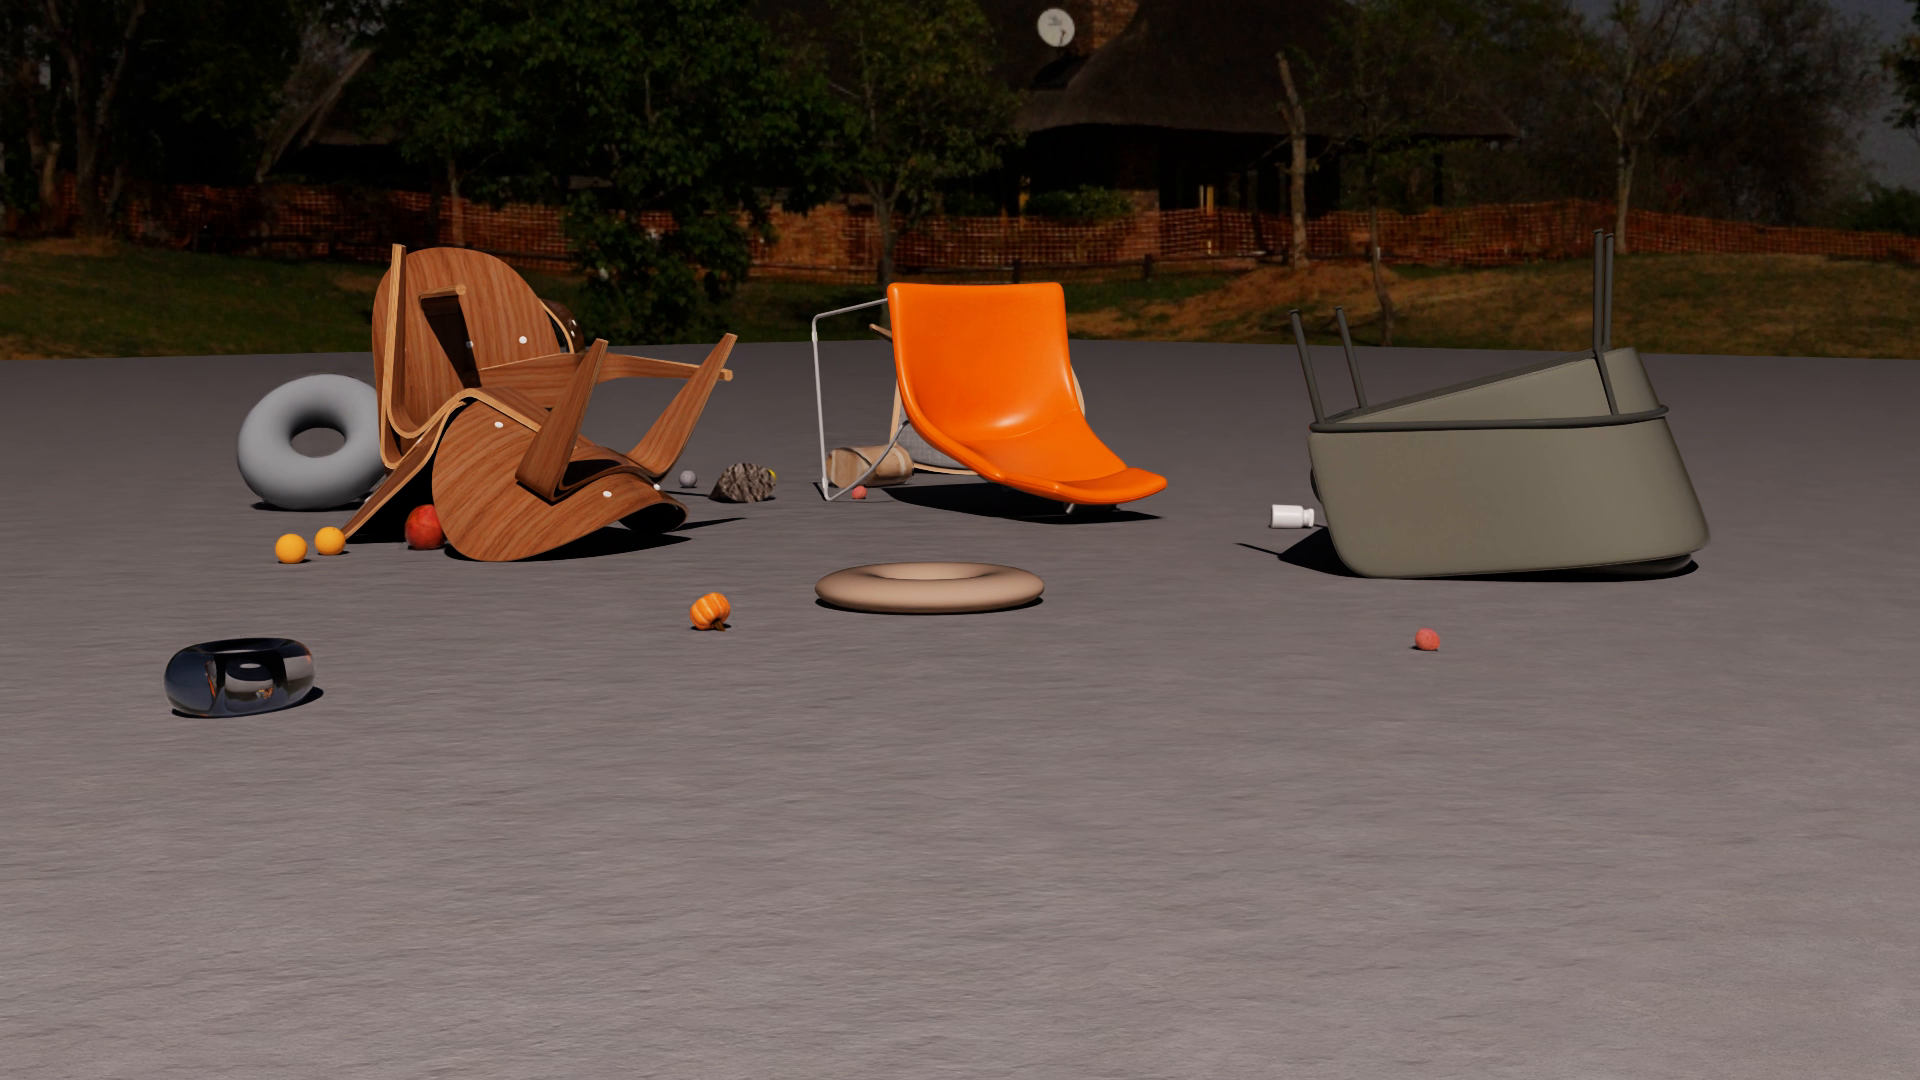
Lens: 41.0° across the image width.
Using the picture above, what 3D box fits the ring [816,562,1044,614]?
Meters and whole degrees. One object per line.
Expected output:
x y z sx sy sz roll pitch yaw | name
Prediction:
-0.060 0.095 5.175 0.466 0.066 0.436 -2 7 -17 | ring

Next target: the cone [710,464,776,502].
-0.683 -0.144 7.537 0.179 0.118 0.224 -19 -9 42 | cone

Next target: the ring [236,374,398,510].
-1.821 -0.277 7.283 0.405 0.165 0.484 40 54 11 | ring

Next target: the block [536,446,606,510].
-1.114 -0.181 7.345 0.166 0.168 0.101 -5 8 -39 | block

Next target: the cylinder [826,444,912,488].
-0.283 -0.231 8.025 0.211 0.129 0.168 -6 14 -45 | cylinder

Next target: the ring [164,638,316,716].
-1.101 0.209 3.926 0.186 0.097 0.281 4 6 21 | ring

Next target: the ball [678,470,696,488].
-0.846 -0.189 7.977 0.056 0.056 0.056 0 6 0 | ball
